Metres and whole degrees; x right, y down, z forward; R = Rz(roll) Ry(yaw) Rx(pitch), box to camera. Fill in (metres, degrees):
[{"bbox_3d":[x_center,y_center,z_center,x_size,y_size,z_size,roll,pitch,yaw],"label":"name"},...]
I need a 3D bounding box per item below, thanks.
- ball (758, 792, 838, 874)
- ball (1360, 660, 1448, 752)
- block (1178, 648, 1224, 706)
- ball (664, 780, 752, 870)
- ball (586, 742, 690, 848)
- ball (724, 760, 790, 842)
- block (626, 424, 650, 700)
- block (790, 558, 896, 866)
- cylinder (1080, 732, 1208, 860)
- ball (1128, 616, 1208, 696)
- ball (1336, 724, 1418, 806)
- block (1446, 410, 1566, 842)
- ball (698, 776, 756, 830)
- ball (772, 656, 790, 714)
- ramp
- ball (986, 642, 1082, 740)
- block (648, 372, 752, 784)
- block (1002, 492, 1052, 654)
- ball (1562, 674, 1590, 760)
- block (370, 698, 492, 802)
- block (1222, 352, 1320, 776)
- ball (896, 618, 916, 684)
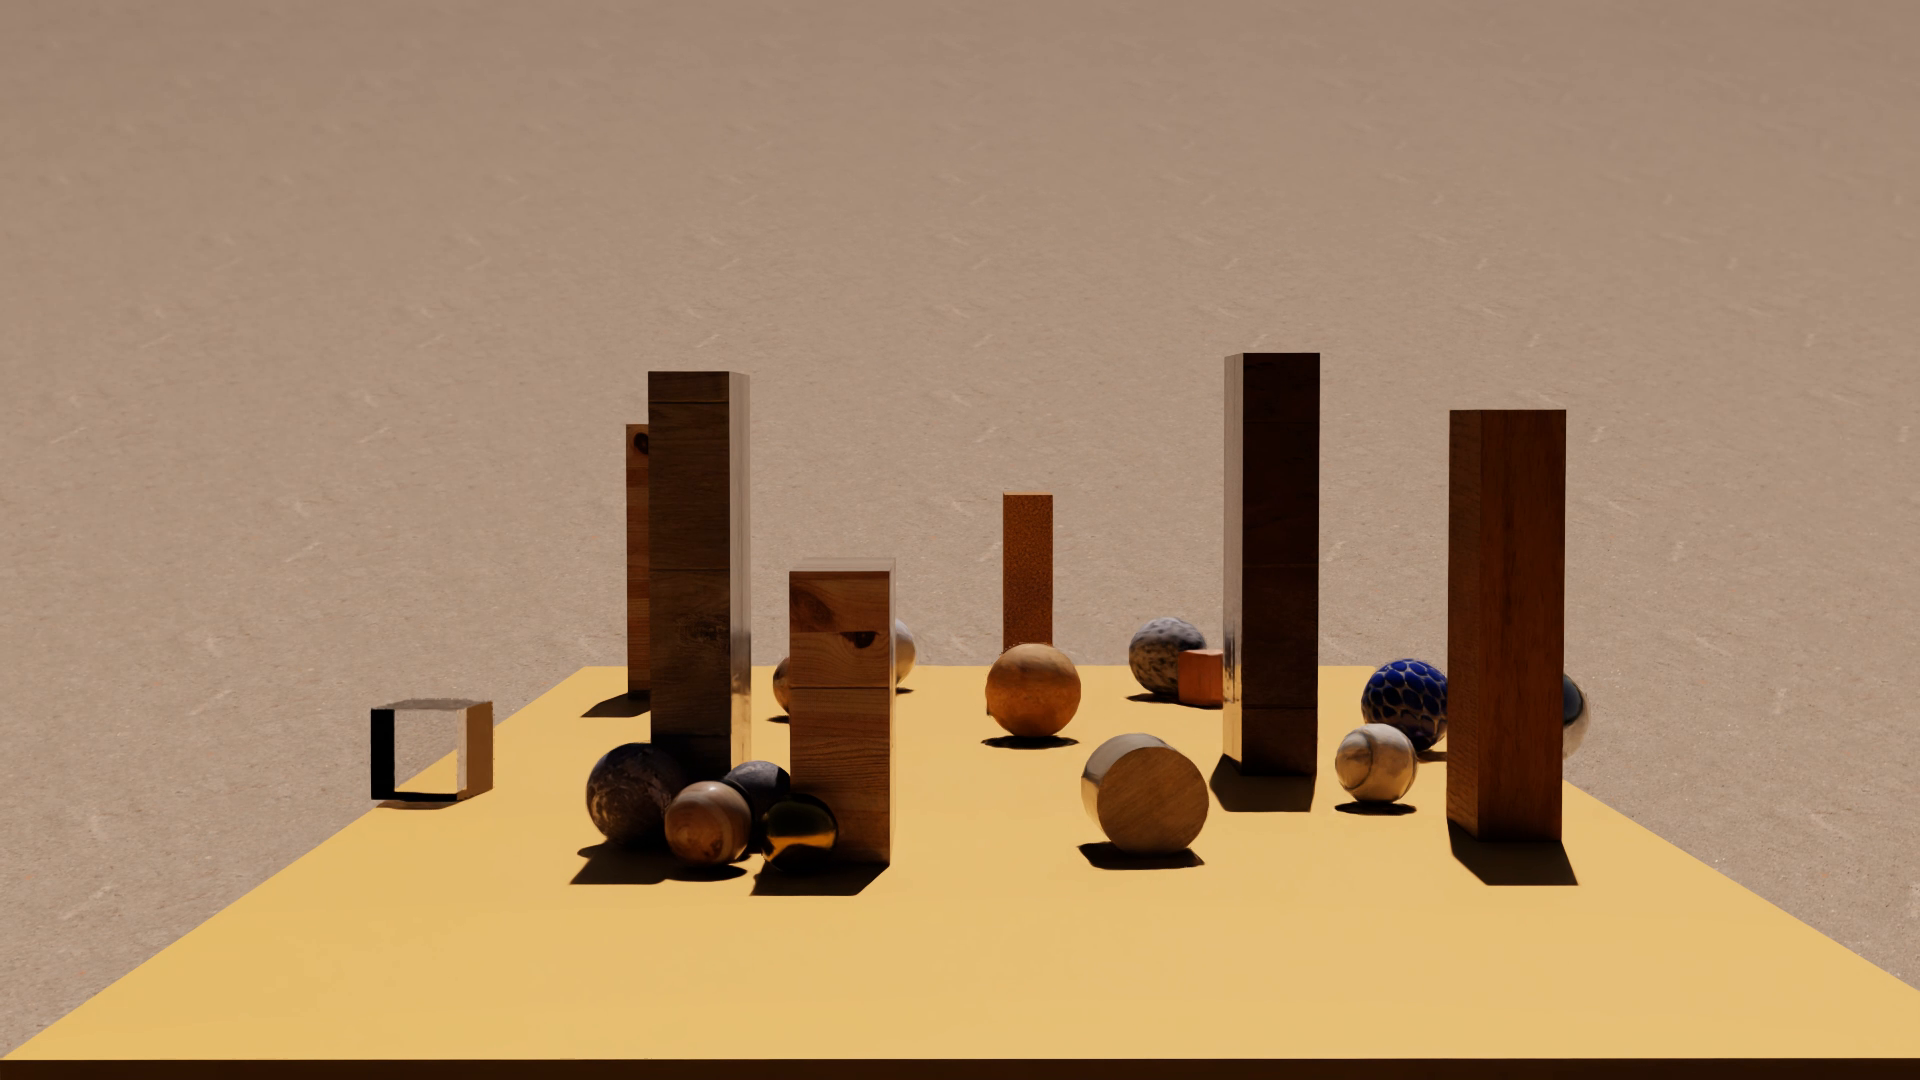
[{"bbox_3d":[-0.224,0.406,3.568,0.111,0.111,0.111,0,22,0],"label":"ball"},{"bbox_3d":[0.843,0.313,4.842,0.175,0.175,0.175,0,22,0],"label":"ball"},{"bbox_3d":[0.563,0.303,5.687,0.113,0.113,0.113,-2,3,-33],"label":"block"},{"bbox_3d":[-0.352,0.399,3.599,0.123,0.123,0.123,0,22,0],"label":"ball"},{"bbox_3d":[-0.474,0.375,3.789,0.154,0.154,0.154,0,22,0],"label":"ball"},{"bbox_3d":[-0.301,0.389,3.822,0.122,0.122,0.122,0,22,0],"label":"ball"},{"bbox_3d":[-0.688,0.043,5.882,0.113,0.616,0.278,0,3,0],"label":"block"},{"bbox_3d":[-0.169,0.243,3.797,0.141,0.416,0.363,0,3,0],"label":"block"},{"bbox_3d":[0.268,0.372,3.754,0.162,0.162,0.162,-2,3,-5],"label":"cylinder"},{"bbox_3d":[0.471,0.264,5.828,0.180,0.180,0.180,0,22,0],"label":"ball"},{"bbox_3d":[0.678,0.365,4.185,0.134,0.134,0.134,0,22,0],"label":"ball"},{"bbox_3d":[0.831,0.122,3.929,0.126,0.642,0.243,0,3,0],"label":"block"},{"bbox_3d":[-0.352,0.398,3.717,0.113,0.113,0.113,0,22,0],"label":"ball"},{"bbox_3d":[-0.327,0.305,5.418,0.138,0.138,0.138,0,22,0],"label":"ball"},{"bbox_3d":[0.051,0.466,4.534,2.000,0.100,4.000,0,3,0],"label":"ramp"},{"bbox_3d":[0.144,0.296,5.052,0.189,0.189,0.189,0,22,0],"label":"ball"},{"bbox_3d":[-0.405,0.089,4.042,0.121,0.700,0.381,0,3,0],"label":"block"},{"bbox_3d":[0.152,0.124,5.823,0.106,0.460,0.269,0,3,0],"label":"block"},{"bbox_3d":[1.044,0.318,4.647,0.183,0.183,0.183,0,22,0],"label":"ball"},{"bbox_3d":[-0.884,0.351,4.310,0.151,0.151,0.151,1,3,12],"label":"block"},{"bbox_3d":[0.562,0.037,4.665,0.135,0.743,0.312,0,3,0],"label":"block"},{"bbox_3d":[-0.188,0.260,5.977,0.174,0.174,0.174,0,22,0],"label":"ball"}]
